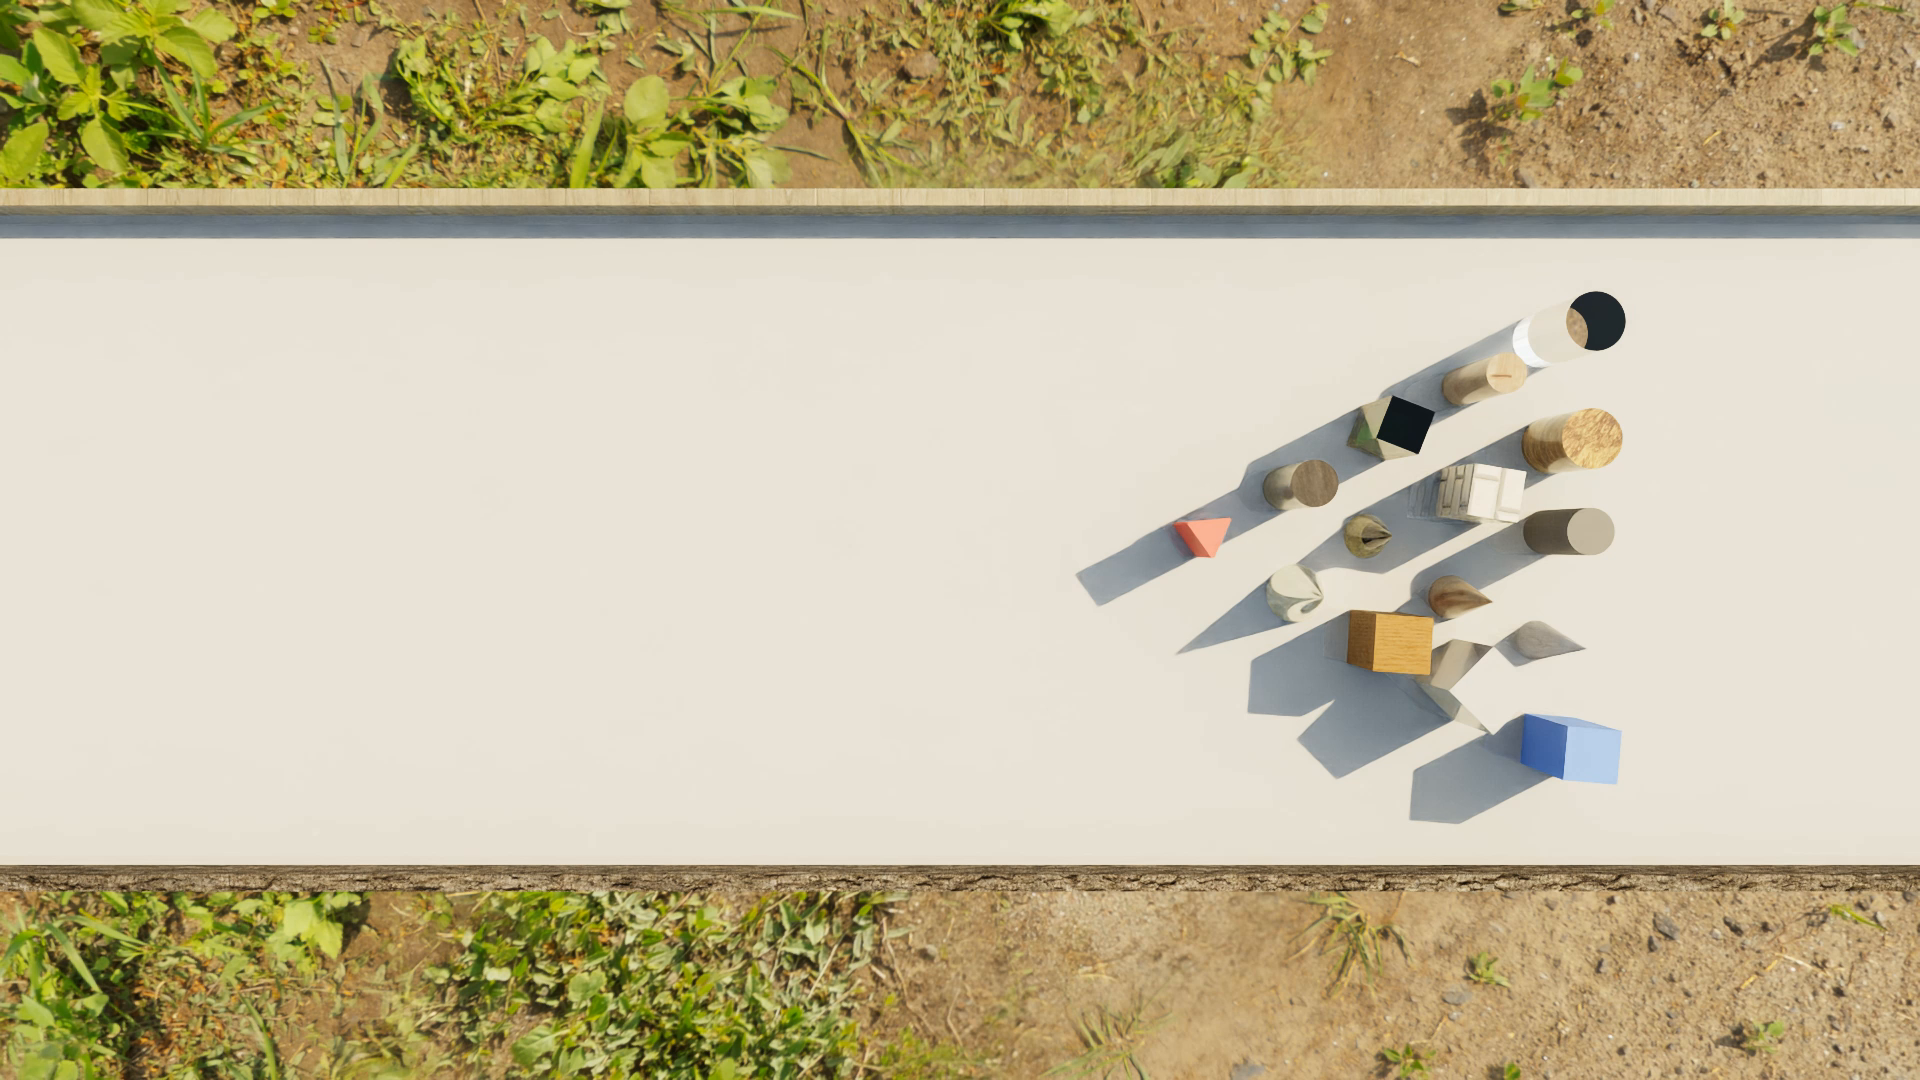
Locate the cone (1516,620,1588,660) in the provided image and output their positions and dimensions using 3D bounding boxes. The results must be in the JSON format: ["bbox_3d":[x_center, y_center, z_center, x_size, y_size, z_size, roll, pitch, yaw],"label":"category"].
[{"bbox_3d":[1.771,0.308,4.868,0.121,0.418,0.121,0,90,0],"label":"cone"}]

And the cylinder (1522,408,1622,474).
[{"bbox_3d":[1.815,-0.291,4.904,0.175,0.346,0.175,0,90,0],"label":"cylinder"}]

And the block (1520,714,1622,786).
[{"bbox_3d":[1.809,0.617,4.896,0.155,0.361,0.155,5,90,0],"label":"block"}]

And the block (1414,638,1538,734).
[{"bbox_3d":[1.520,0.429,4.887,0.178,0.378,0.178,45,90,0],"label":"block"}]

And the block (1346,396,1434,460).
[{"bbox_3d":[1.273,-0.329,4.893,0.131,0.366,0.131,21,90,0],"label":"block"}]

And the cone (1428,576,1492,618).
[{"bbox_3d":[1.509,0.175,4.872,0.136,0.410,0.136,0,90,0],"label":"cone"}]

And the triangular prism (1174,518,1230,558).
[{"bbox_3d":[0.737,-0.030,4.918,0.108,0.317,0.125,-36,90,0],"label":"triangular prism"}]

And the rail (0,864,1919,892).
[{"bbox_3d":[-2.247,1.025,5.001,12.000,0.150,0.050,0,90,0],"label":"rail"}]

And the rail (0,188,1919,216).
[{"bbox_3d":[-2.247,-1.025,5.002,12.000,0.150,0.050,0,90,0],"label":"rail"}]

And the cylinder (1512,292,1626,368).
[{"bbox_3d":[1.786,-0.615,4.853,0.168,0.446,0.168,0,90,0],"label":"cylinder"}]

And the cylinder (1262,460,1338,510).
[{"bbox_3d":[0.998,-0.159,4.858,0.134,0.436,0.134,0,90,0],"label":"cylinder"}]

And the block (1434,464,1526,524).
[{"bbox_3d":[1.547,-0.136,4.915,0.149,0.323,0.149,9,90,0],"label":"block"}]

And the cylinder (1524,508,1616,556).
[{"bbox_3d":[1.802,-0.024,4.892,0.137,0.368,0.137,0,90,0],"label":"cylinder"}]

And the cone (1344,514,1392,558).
[{"bbox_3d":[1.249,-0.012,4.917,0.136,0.320,0.136,0,90,0],"label":"cone"}]

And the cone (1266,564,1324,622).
[{"bbox_3d":[1.032,0.164,4.876,0.179,0.402,0.179,0,90,0],"label":"cone"}]

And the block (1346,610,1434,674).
[{"bbox_3d":[1.278,0.301,4.916,0.165,0.322,0.165,4,90,0],"label":"block"}]

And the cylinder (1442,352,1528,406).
[{"bbox_3d":[1.540,-0.471,4.861,0.116,0.431,0.116,0,90,0],"label":"cylinder"}]
